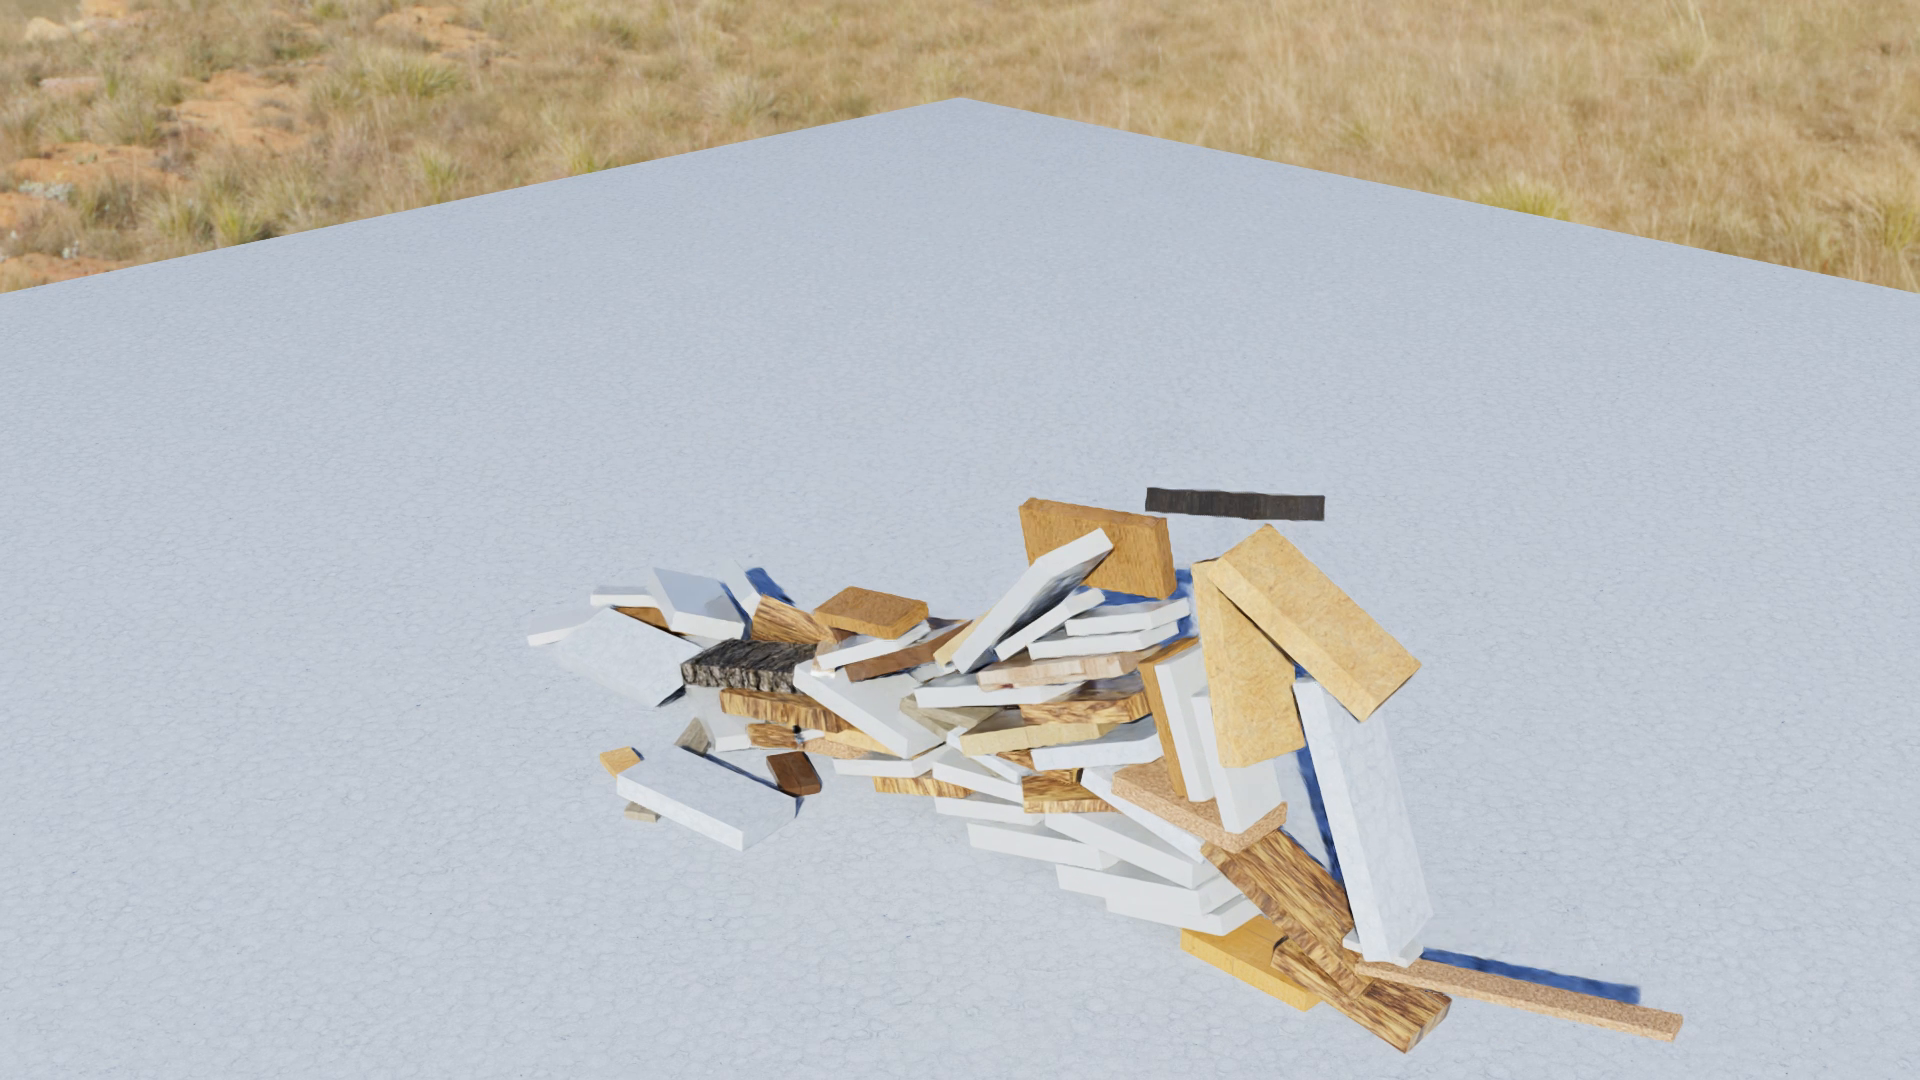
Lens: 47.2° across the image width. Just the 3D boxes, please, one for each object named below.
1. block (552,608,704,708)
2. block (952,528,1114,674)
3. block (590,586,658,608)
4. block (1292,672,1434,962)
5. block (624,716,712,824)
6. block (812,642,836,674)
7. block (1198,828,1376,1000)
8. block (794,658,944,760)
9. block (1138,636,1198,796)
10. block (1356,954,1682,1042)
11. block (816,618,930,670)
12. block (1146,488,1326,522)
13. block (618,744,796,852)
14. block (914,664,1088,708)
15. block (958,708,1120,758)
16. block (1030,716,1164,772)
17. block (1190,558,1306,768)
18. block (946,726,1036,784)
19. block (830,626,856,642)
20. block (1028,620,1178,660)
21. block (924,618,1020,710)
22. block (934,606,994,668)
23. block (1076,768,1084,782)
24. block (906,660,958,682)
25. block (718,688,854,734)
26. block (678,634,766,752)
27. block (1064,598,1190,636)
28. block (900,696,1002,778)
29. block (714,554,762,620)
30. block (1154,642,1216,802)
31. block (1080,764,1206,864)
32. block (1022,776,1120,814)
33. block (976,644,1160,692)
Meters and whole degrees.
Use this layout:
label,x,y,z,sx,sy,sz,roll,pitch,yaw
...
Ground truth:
label,x,y,z,sx,sy,sz,roll,pitch,yaw
block,-0.749,0.262,4.978,0.168,0.048,0.383,-38,36,-29
block,0.128,0.118,4.067,0.147,0.454,0.042,-25,76,-30
block,-0.787,0.136,5.319,0.196,0.028,0.098,1,11,-1
block,0.680,0.442,3.695,0.049,0.499,0.175,-8,13,38
block,-0.596,0.478,4.608,0.067,0.019,0.417,7,24,12
block,-0.277,0.243,4.572,0.048,0.014,0.096,8,28,2
block,0.599,0.628,3.847,0.367,0.040,0.142,43,43,18
block,-0.165,0.325,4.510,0.338,0.048,0.169,30,35,36
block,0.402,0.312,3.895,0.126,0.253,0.036,-26,13,-40
block,0.911,0.745,3.616,0.528,0.017,0.061,7,22,31
block,-0.177,0.211,4.480,0.220,0.031,0.110,-17,9,39
block,0.467,-0.061,3.760,0.147,0.042,0.294,1,3,-34
block,-0.514,0.519,4.445,0.331,0.047,0.166,19,28,30
block,0.081,0.277,4.244,0.142,0.040,0.363,-22,10,-40
block,0.164,0.350,4.170,0.304,0.042,0.147,-12,8,33
block,0.285,0.373,4.059,0.147,0.042,0.294,-23,8,-42
block,0.492,0.198,3.747,0.175,0.349,0.049,-11,3,-44
block,0.070,0.408,4.285,0.177,0.025,0.089,28,35,31
block,-0.245,0.194,4.625,0.048,0.014,0.096,-1,49,-39
block,0.258,0.179,4.009,0.275,0.030,0.105,-8,9,46
block,-0.005,0.279,4.747,0.168,0.048,0.336,5,28,-28
block,0.076,0.150,4.248,0.031,0.278,0.110,57,30,11
block,0.316,0.463,4.084,0.185,0.026,0.093,29,36,30
block,-0.012,0.242,4.496,0.134,0.038,0.268,-22,-1,-18
block,-0.330,0.337,4.678,0.357,0.048,0.169,5,20,43
block,-0.540,0.331,4.874,0.121,0.034,0.474,-4,26,-20
block,0.302,0.140,3.978,0.105,0.030,0.210,-18,7,-43
block,0.007,0.379,4.373,0.089,0.025,0.282,-20,39,-40
block,-0.479,0.149,5.146,0.047,0.166,0.331,-39,22,-4
block,0.426,0.318,3.865,0.126,0.253,0.036,-23,12,-40
block,0.376,0.475,4.015,0.284,0.040,0.142,31,37,32
block,0.210,0.476,4.122,0.185,0.026,0.093,-1,24,-1
block,0.198,0.227,4.057,0.326,0.038,0.134,-10,9,39
